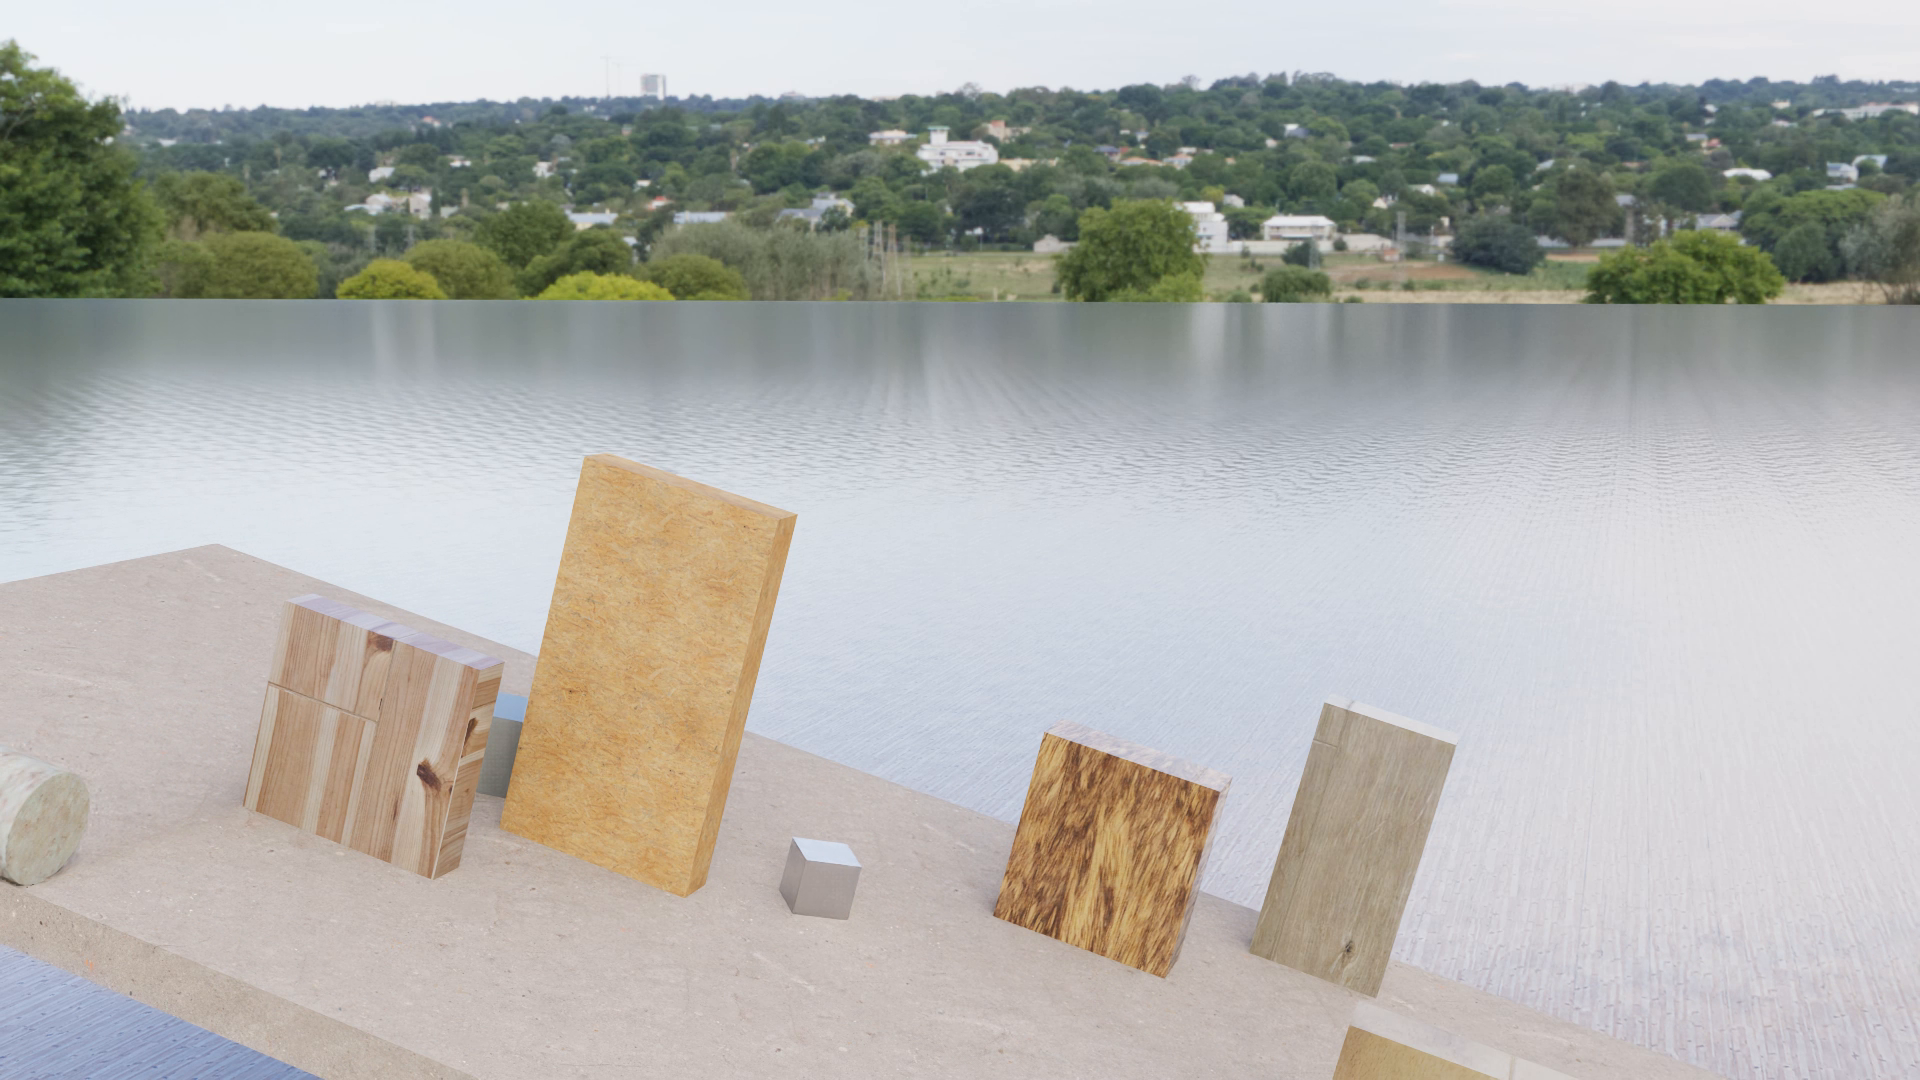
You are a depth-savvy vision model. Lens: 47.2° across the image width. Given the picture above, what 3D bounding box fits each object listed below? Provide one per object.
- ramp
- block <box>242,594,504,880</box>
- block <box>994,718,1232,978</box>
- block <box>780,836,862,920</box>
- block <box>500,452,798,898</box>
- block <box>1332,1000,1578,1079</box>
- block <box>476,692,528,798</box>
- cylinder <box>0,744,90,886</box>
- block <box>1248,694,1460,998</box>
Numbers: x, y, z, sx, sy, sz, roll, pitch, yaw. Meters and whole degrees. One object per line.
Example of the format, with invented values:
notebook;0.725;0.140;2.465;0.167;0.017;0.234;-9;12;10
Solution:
ramp;-0.384;0.761;4.245;4.000;0.100;2.000;18;11;14
block;-1.075;0.356;4.022;0.409;0.404;0.089;18;11;14
block;0.312;0.627;4.501;0.373;0.406;0.144;18;11;14
block;-0.274;0.664;4.311;0.114;0.114;0.114;11;12;-21
block;-0.602;0.257;4.212;0.406;0.758;0.098;18;11;14
block;0.682;0.959;3.211;0.355;0.457;0.114;18;11;14
block;-0.976;0.411;4.504;0.165;0.165;0.165;13;11;-11
cylinder;-1.553;0.436;3.560;0.190;0.190;0.190;18;12;15
block;0.834;0.645;4.660;0.282;0.573;0.108;18;11;14
